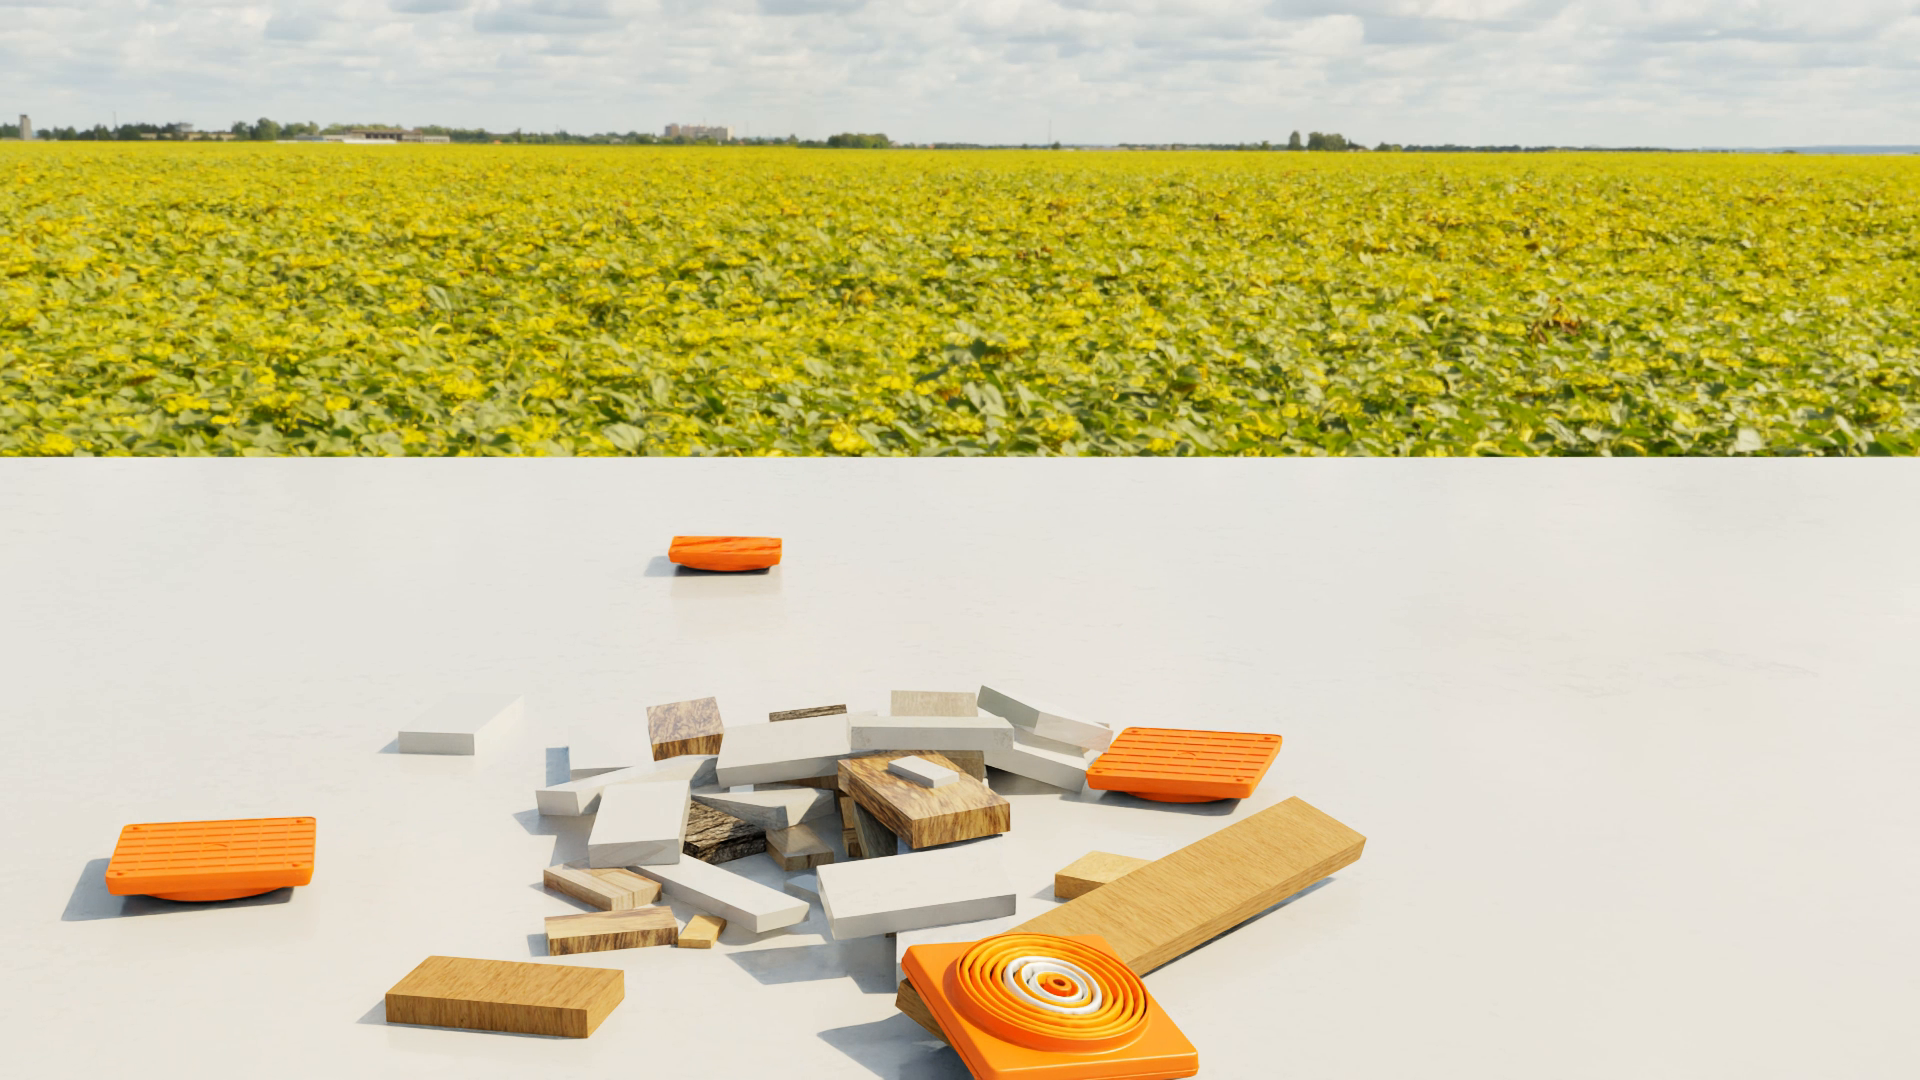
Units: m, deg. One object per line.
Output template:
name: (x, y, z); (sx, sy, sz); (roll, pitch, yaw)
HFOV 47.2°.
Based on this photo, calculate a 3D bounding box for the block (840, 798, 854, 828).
block: (-0.127, 0.501, 3.994); (0.176, 0.025, 0.088); (-2, 33, -10)

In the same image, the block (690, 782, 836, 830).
block: (-0.380, 0.483, 4.055); (0.283, 0.040, 0.141); (2, 9, 43)

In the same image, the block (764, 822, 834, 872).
block: (-0.291, 0.540, 3.873); (0.088, 0.025, 0.175); (-4, 11, -21)

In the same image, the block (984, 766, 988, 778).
block: (-0.039, 0.440, 4.276); (0.088, 0.025, 0.176); (-30, 33, -31)

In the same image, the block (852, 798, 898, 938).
block: (-0.066, 0.524, 3.605); (0.169, 0.048, 0.338); (-4, 26, -10)

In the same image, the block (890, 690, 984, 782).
block: (-0.045, 0.354, 3.999); (0.159, 0.045, 0.319); (2, 17, -3)

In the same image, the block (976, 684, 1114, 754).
block: (0.167, 0.358, 4.422); (0.163, 0.046, 0.327); (16, 0, -20)

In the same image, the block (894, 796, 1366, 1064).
block: (0.299, 0.578, 3.403); (0.152, 0.043, 1.010); (29, 28, 34)

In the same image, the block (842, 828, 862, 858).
block: (-0.117, 0.533, 3.908); (0.176, 0.025, 0.088); (-2, 11, -11)

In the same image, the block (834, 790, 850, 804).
block: (-0.198, 0.470, 4.244); (0.088, 0.025, 0.176); (-1, 11, -8)

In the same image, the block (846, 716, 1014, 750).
block: (-0.054, 0.338, 3.849); (0.281, 0.040, 0.140); (1, 3, -6)

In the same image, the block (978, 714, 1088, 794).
block: (0.081, 0.398, 4.282); (0.327, 0.046, 0.163); (17, 12, -6)

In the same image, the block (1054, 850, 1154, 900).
block: (0.314, 0.575, 3.642); (0.281, 0.040, 0.140); (6, 12, 30)

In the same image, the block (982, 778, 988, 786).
block: (-0.022, 0.512, 3.737); (0.159, 0.045, 0.319); (-1, 26, -4)

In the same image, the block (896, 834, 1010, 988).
block: (-0.012, 0.570, 3.403); (0.169, 0.048, 0.338); (0, 26, -1)

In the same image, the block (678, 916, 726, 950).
block: (-0.406, 0.619, 3.473); (0.052, 0.015, 0.104); (1, 11, 7)

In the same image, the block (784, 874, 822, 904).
block: (-0.240, 0.583, 3.669); (0.052, 0.015, 0.104); (-10, 15, -43)

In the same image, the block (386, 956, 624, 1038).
block: (-0.656, 0.659, 3.180); (0.303, 0.043, 0.152); (2, 11, 11)

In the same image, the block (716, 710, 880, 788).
block: (-0.300, 0.391, 4.121); (0.296, 0.042, 0.148); (-7, 26, 5)

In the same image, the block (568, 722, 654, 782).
block: (-0.699, 0.432, 4.397); (0.161, 0.046, 0.321); (-2, 11, -10)

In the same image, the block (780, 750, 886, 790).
block: (-0.230, 0.411, 4.153); (0.296, 0.042, 0.148); (3, 28, 24)

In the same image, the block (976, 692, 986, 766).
block: (-0.006, 0.400, 4.607); (0.110, 0.031, 0.526); (0, 11, 0)

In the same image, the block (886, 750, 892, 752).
block: (-0.049, 0.454, 3.952); (0.159, 0.045, 0.319); (1, 31, -5)

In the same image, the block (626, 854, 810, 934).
block: (-0.404, 0.575, 3.617); (0.099, 0.028, 0.400); (-7, 10, -38)

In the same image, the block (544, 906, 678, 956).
block: (-0.549, 0.614, 3.460); (0.199, 0.028, 0.099); (-3, 11, -15)

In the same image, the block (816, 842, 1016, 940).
block: (-0.068, 0.537, 3.368); (0.281, 0.040, 0.140); (-6, 27, -13)

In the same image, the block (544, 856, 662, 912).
block: (-0.598, 0.575, 3.671); (0.099, 0.028, 0.199); (-10, 14, -43)

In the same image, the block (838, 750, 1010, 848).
block: (-0.064, 0.423, 3.654); (0.169, 0.048, 0.338); (-7, 14, -23)

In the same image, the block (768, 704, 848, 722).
block: (-0.305, 0.407, 4.484); (0.163, 0.046, 0.327); (-6, 11, -4)

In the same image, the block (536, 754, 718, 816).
block: (-0.614, 0.459, 4.130); (0.321, 0.046, 0.161); (-11, 2, -38)

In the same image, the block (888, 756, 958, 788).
block: (-0.061, 0.387, 3.672); (0.052, 0.015, 0.127); (-11, 16, -36)

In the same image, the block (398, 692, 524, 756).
block: (-1.049, 0.386, 4.644); (0.161, 0.046, 0.321); (1, 11, 7)

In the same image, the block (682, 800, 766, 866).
block: (-0.488, 0.519, 3.939); (0.141, 0.040, 0.284); (-9, 14, -40)

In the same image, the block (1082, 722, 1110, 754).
block: (0.215, 0.413, 4.535); (0.110, 0.031, 0.220); (5, 12, 26)

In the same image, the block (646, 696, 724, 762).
block: (-0.570, 0.393, 4.569); (0.148, 0.042, 0.296); (-8, 12, -9)

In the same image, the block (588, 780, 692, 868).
block: (-0.558, 0.495, 3.854); (0.152, 0.043, 0.303); (-3, 13, -3)
